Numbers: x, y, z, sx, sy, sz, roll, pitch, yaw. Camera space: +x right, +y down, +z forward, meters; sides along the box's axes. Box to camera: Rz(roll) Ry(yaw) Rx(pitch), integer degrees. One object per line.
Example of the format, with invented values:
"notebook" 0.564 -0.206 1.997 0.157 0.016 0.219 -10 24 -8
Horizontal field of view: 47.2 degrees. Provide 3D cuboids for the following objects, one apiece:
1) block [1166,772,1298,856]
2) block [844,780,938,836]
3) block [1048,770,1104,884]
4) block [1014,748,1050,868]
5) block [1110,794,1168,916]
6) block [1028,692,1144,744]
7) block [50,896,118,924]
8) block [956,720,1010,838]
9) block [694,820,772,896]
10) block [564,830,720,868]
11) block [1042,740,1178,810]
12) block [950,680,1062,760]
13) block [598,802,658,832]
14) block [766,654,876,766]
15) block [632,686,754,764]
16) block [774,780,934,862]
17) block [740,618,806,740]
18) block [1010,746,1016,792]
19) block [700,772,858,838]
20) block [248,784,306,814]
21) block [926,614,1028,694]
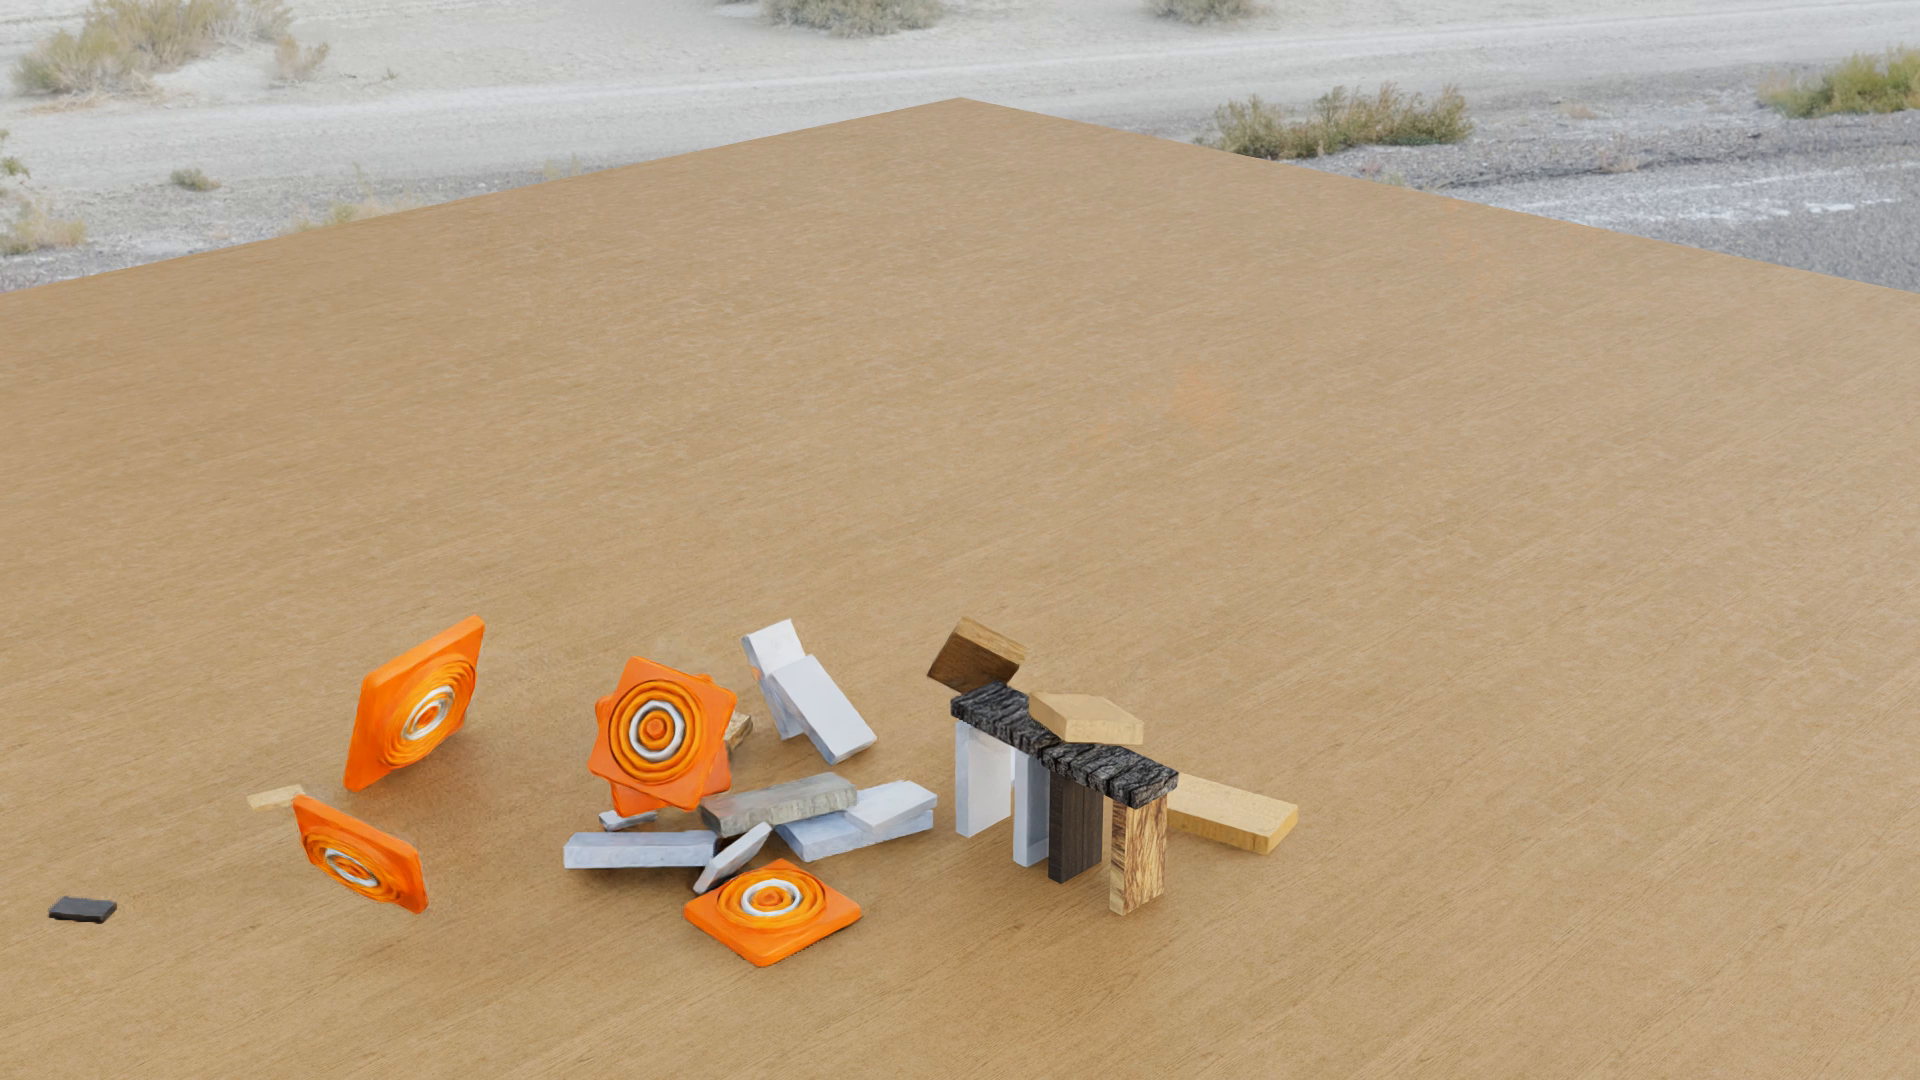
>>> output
"block" 0.516 0.545 4.423 0.289 0.041 0.144 13 26 29
"block" -0.137 0.533 4.372 0.173 0.024 0.086 -20 30 -39
"block" 0.223 0.529 4.212 0.033 0.236 0.118 21 31 41
"block" 0.161 0.501 4.265 0.123 0.246 0.035 -20 30 -39
"block" 0.334 0.573 4.109 0.033 0.236 0.118 21 31 41
"block" 0.232 0.332 4.101 0.144 0.041 0.289 3 5 -12
"block" -1.639 0.692 4.110 0.106 0.015 0.053 4 23 9
"block" 0.047 0.457 4.370 0.035 0.246 0.123 20 30 39
"block" -0.435 0.610 4.212 0.024 0.086 0.173 41 36 12
"block" -0.612 0.597 4.246 0.283 0.040 0.141 -1 3 -1
"block" 0.279 0.427 4.108 0.236 0.033 0.118 21 31 41
"block" 0.110 0.347 4.269 0.123 0.035 0.246 -20 30 -38
"block" -0.668 0.557 4.424 0.106 0.015 0.053 -11 24 -28
"block" -0.297 0.362 4.704 0.119 0.034 0.238 -22 65 -41
"block" -0.575 0.398 4.731 0.238 0.034 0.119 16 47 32
"block" -0.212 0.560 4.390 0.283 0.040 0.141 -12 26 -26
"block" -0.377 0.302 4.769 0.119 0.239 0.034 -21 -2 -41
"block" 0.087 0.475 4.611 0.086 0.024 0.173 -2 23 -5
"block" -0.361 0.524 4.363 0.283 0.040 0.141 -11 10 -22
"block" -1.396 0.529 4.494 0.106 0.015 0.053 -12 26 -26
"block" 0.033 0.245 4.405 0.144 0.289 0.041 27 66 -1
